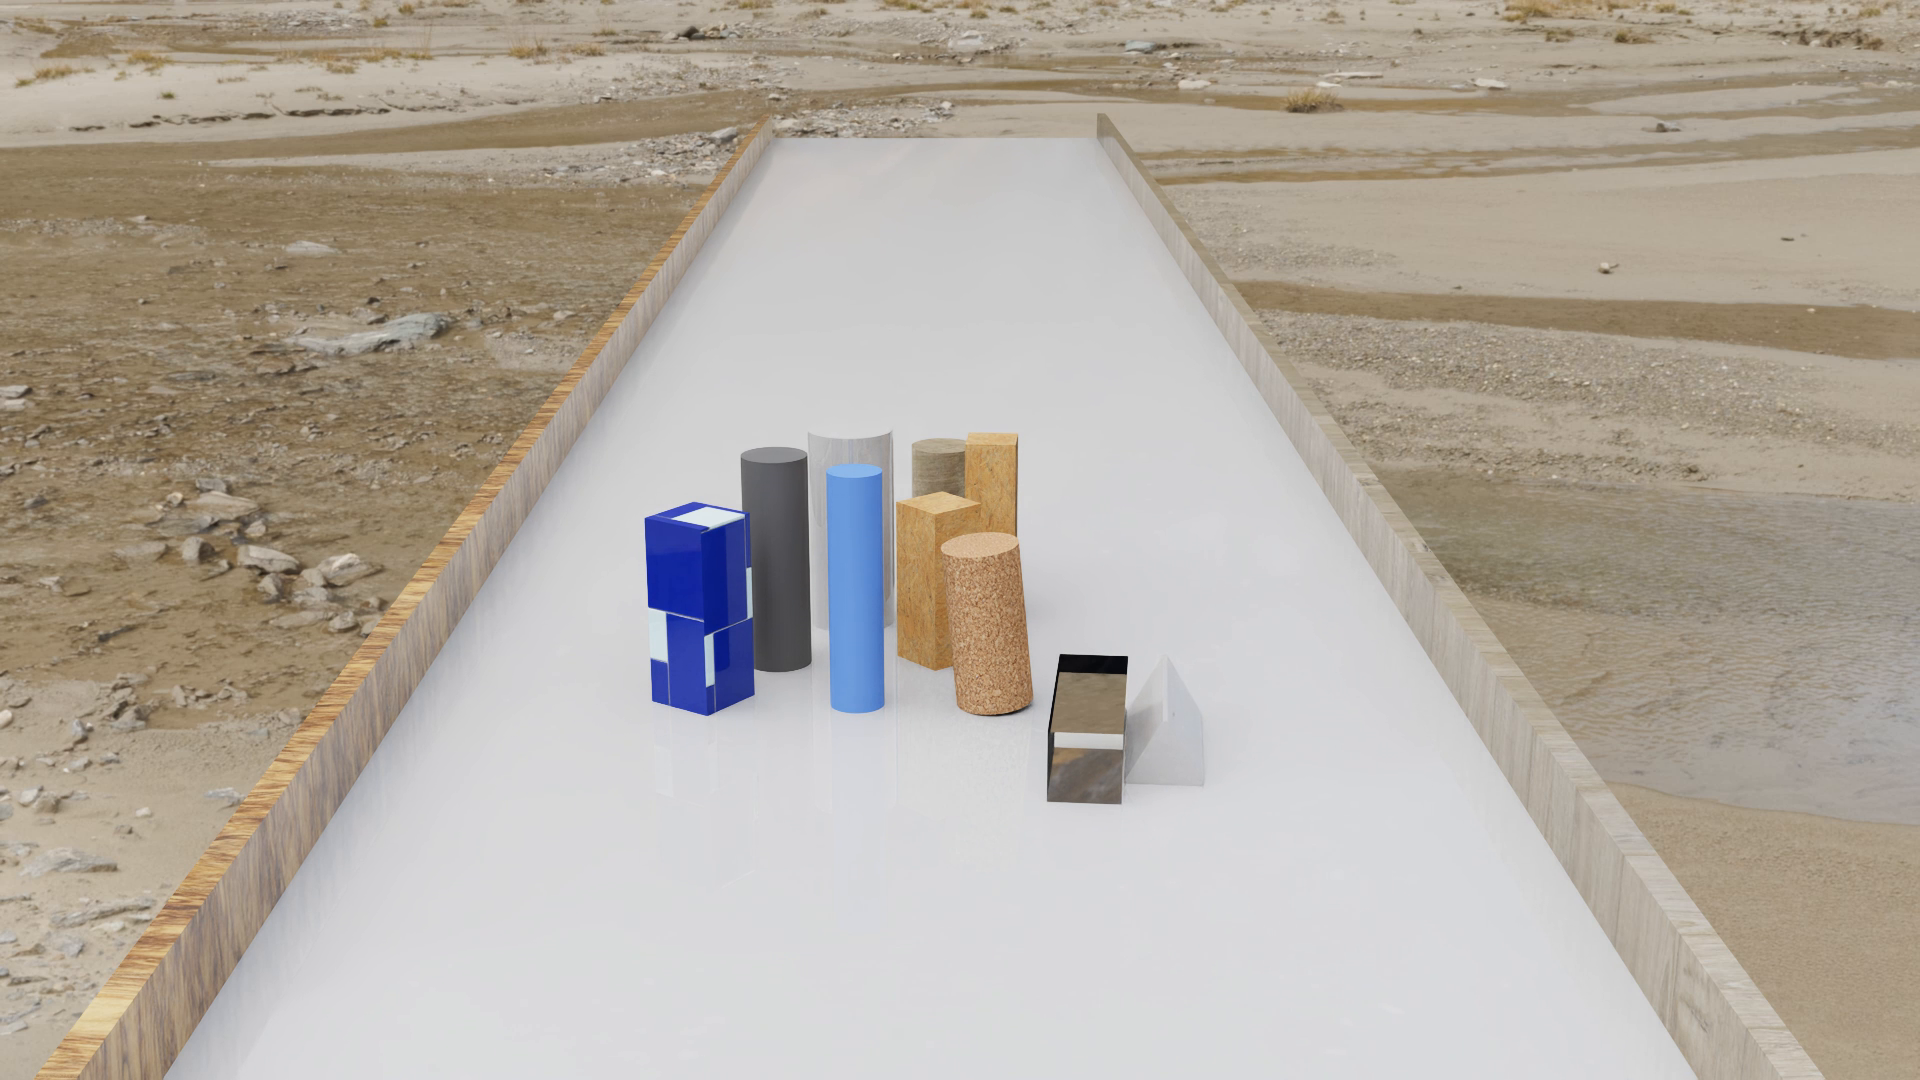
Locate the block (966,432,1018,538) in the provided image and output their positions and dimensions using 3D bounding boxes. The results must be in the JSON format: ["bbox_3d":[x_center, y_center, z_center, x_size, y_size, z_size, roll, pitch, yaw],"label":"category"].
[{"bbox_3d":[0.067,-0.028,4.646,0.104,0.384,0.104,1,17,4],"label":"block"}]

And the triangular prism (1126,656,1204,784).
[{"bbox_3d":[0.367,0.317,3.945,0.134,0.116,0.336,1,17,5],"label":"triangular prism"}]

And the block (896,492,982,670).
[{"bbox_3d":[-0.042,0.081,4.388,0.119,0.323,0.119,-14,21,-39],"label":"block"}]

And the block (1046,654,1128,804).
[{"bbox_3d":[0.229,0.329,3.897,0.127,0.127,0.395,2,17,5],"label":"block"}]

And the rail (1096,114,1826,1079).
[{"bbox_3d":[0.932,-0.844,7.801,0.050,0.150,12.000,0,17,-1],"label":"rail"}]

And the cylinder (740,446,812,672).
[{"bbox_3d":[-0.363,0.038,4.349,0.131,0.427,0.131,0,17,0],"label":"cylinder"}]

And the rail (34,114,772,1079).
[{"bbox_3d":[-1.118,-0.838,7.780,0.050,0.150,12.000,0,17,-1],"label":"rail"}]

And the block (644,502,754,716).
[{"bbox_3d":[-0.491,0.128,4.157,0.138,0.364,0.138,11,20,33],"label":"block"}]

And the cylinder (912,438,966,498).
[{"bbox_3d":[-0.038,-0.058,4.874,0.137,0.312,0.137,0,17,0],"label":"cylinder"}]

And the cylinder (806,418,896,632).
[{"bbox_3d":[-0.227,-0.031,4.601,0.178,0.416,0.178,0,17,0],"label":"cylinder"}]

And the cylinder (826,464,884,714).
[{"bbox_3d":[-0.195,0.092,4.115,0.103,0.458,0.103,0,17,0],"label":"cylinder"}]

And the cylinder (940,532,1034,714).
[{"bbox_3d":[0.052,0.156,4.133,0.146,0.311,0.146,-5,18,2],"label":"cylinder"}]
